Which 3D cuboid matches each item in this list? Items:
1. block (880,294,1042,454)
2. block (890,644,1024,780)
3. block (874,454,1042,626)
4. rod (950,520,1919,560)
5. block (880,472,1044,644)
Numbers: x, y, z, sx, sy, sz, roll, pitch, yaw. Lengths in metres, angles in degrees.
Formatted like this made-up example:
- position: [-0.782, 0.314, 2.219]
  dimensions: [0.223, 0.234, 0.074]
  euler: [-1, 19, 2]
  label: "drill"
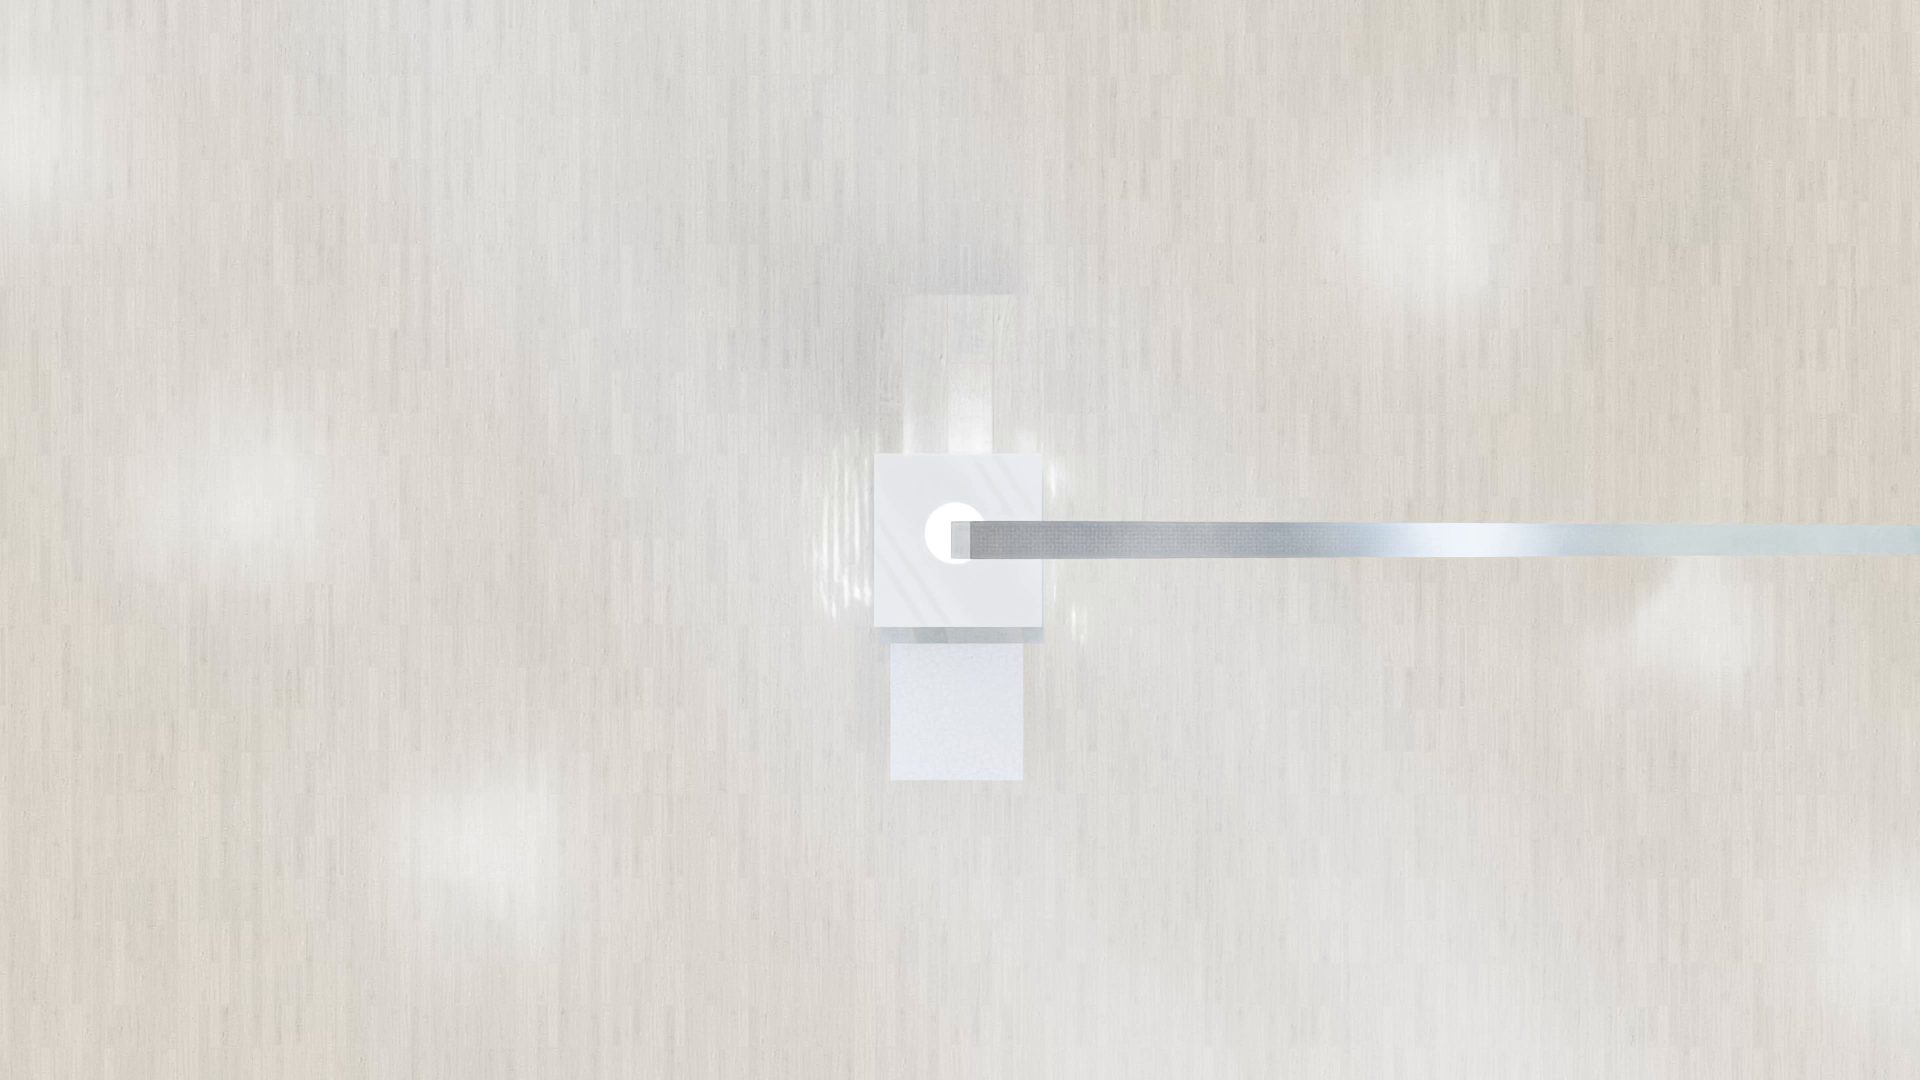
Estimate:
- position: [0.008, -0.868, 12.541]
  dimensions: [0.896, 0.918, 0.962]
  euler: [0, 90, 0]
  label: "block"
- position: [-0.018, 0.964, 12.673]
  dimensions: [0.744, 0.654, 0.770]
  euler: [0, 90, 0]
  label: "block"
- position: [-0.008, 0.000, 9.232]
  dimensions: [0.678, 0.652, 0.702]
  euler: [0, 90, 0]
  label: "block"
- position: [2.234, 0.000, 5.874]
  dimensions: [5.200, 0.080, 0.080]
  euler: [0, 90, -31]
  label: "rod"
- position: [0.009, 0.096, 12.541]
  dimensions: [0.898, 0.919, 0.946]
  euler: [0, 90, 0]
  label: "block"
